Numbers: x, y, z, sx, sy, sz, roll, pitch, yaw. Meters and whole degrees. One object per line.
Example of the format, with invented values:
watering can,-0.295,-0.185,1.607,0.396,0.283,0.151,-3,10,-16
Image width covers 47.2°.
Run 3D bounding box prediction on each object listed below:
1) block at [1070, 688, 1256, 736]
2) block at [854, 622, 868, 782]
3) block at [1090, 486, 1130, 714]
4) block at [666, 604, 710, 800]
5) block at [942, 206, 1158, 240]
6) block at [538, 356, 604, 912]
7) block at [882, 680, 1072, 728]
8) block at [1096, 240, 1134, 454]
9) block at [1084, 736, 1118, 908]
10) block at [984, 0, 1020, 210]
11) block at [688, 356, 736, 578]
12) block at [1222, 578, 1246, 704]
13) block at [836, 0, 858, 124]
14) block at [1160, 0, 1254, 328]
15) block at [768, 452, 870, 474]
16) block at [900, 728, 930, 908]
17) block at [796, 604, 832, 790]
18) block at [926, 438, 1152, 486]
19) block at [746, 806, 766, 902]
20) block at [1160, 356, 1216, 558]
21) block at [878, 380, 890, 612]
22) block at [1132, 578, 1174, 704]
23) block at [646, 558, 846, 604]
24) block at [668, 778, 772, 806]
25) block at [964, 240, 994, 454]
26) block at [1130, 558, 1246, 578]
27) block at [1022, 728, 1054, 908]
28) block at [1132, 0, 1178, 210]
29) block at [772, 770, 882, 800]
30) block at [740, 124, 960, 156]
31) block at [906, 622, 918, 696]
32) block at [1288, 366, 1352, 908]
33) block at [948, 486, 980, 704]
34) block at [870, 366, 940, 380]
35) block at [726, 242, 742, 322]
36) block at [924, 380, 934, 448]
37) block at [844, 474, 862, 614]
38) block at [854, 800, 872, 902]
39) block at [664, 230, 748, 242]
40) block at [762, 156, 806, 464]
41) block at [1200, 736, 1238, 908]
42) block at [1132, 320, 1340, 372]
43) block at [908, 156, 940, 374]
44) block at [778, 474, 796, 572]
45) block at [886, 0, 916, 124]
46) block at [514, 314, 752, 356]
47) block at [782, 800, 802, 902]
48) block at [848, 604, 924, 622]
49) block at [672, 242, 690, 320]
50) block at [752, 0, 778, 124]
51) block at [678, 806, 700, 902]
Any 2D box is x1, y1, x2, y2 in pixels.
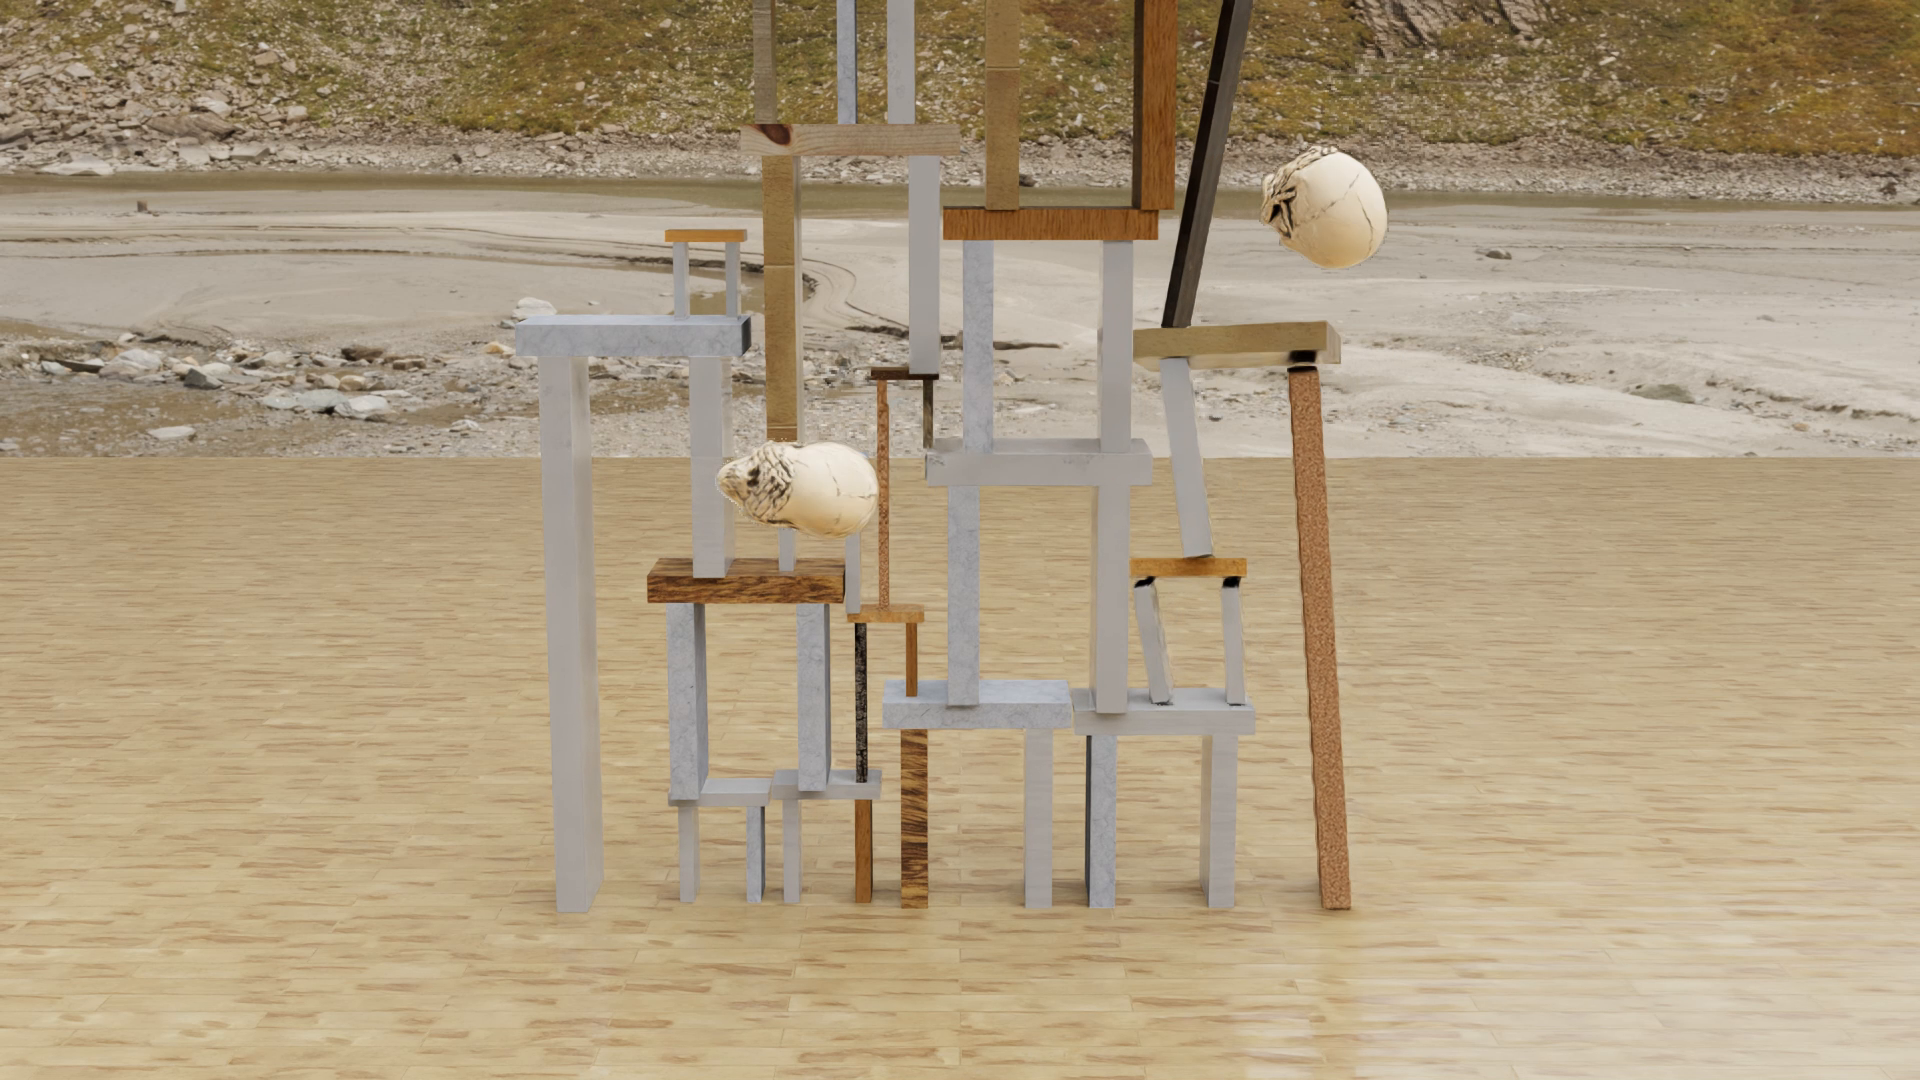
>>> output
block,0.331,0.281,3.616,0.292,0.041,0.146,0,11,0
block,-0.162,0.260,3.604,0.017,0.268,0.062,0,10,-1
block,0.243,0.080,3.577,0.050,0.369,0.178,0,11,0
block,-0.445,0.246,3.601,0.044,0.325,0.155,0,11,0
block,0.139,-0.500,3.466,0.332,0.047,0.166,0,11,0
block,-0.631,0.145,3.582,0.050,0.907,0.175,0,11,0
block,0.027,0.269,3.613,0.304,0.043,0.152,0,11,0
block,0.246,-0.314,3.504,0.047,0.332,0.166,0,11,1
block,0.233,0.445,3.647,0.041,0.292,0.146,0,11,0
block,0.065,-0.699,3.431,0.051,0.357,0.179,0,11,0
block,-0.397,-0.129,3.531,0.050,0.350,0.175,0,11,0
block,0.449,0.165,3.596,0.027,0.190,0.095,-3,8,10
block,-0.175,-0.745,3.421,0.027,0.192,0.096,0,11,0
block,0.410,-0.694,3.484,0.020,0.765,0.071,22,28,26
block,-0.226,-0.125,3.533,0.159,0.023,0.080,0,11,0
block,-0.074,0.440,3.645,0.043,0.304,0.152,0,11,0
block,-0.238,0.239,3.601,0.044,0.311,0.155,0,10,0
block,0.124,-0.126,3.539,0.355,0.050,0.178,0,11,0
block,-0.339,0.509,3.652,0.023,0.165,0.082,1,11,0
block,0.374,-0.128,3.608,0.046,0.321,0.161,-8,-5,8
block,-0.123,-0.074,3.545,0.016,0.375,0.055,0,11,-1
block,0.317,0.164,3.600,0.027,0.190,0.095,-9,6,12
block,-0.342,0.065,3.569,0.311,0.044,0.155,0,11,0
block,-0.395,0.417,3.634,0.165,0.023,0.082,0,11,0
block,0.029,-0.314,3.501,0.047,0.332,0.166,0,11,0
block,0.373,0.047,3.599,0.190,0.027,0.095,0,-4,7
block,0.129,0.440,3.645,0.043,0.304,0.152,0,11,0
block,0.303,-0.699,3.431,0.051,0.357,0.179,0,11,0
block,-0.219,0.403,3.634,0.177,0.025,0.089,0,10,0
block,-0.168,-0.627,3.443,0.336,0.048,0.168,0,11,0
block,-0.079,0.189,3.591,0.017,0.123,0.062,0,11,0
block,0.589,0.157,3.601,0.046,0.872,0.161,-4,8,8
block,0.006,0.073,3.576,0.050,0.356,0.178,0,11,0
block,-0.087,-0.266,3.508,0.110,0.016,0.055,0,11,0
block,-0.359,-0.411,3.485,0.017,0.123,0.062,0,11,0
block,-0.050,-0.204,3.520,0.016,0.110,0.055,0,11,0
block,-0.172,-0.001,3.556,0.023,0.228,0.080,0,11,0
block,-0.159,0.503,3.652,0.025,0.177,0.089,0,11,0
block,-0.400,-0.480,3.471,0.123,0.017,0.062,0,11,0
block,-0.279,-0.370,3.491,0.048,0.475,0.168,0,11,0
block,0.428,0.445,3.647,0.041,0.292,0.146,0,11,0
block,0.449,-0.315,3.590,0.321,0.046,0.161,-1,-4,18
block,-0.055,-0.439,3.478,0.048,0.336,0.168,0,11,0
block,-0.279,-0.035,3.550,0.023,0.159,0.080,0,11,0
block,-0.090,-0.930,3.385,0.041,0.568,0.145,0,11,0
block,-0.514,-0.325,3.494,0.350,0.050,0.175,0,11,0
block,-0.278,0.503,3.652,0.025,0.177,0.089,0,11,0
block,-0.120,0.119,3.578,0.123,0.017,0.062,0,11,0
block,-0.441,-0.411,3.485,0.017,0.123,0.062,0,11,0
block,-0.303,-0.745,3.421,0.027,0.192,0.096,0,11,0
block,-0.450,0.509,3.653,0.023,0.165,0.082,0,11,0
